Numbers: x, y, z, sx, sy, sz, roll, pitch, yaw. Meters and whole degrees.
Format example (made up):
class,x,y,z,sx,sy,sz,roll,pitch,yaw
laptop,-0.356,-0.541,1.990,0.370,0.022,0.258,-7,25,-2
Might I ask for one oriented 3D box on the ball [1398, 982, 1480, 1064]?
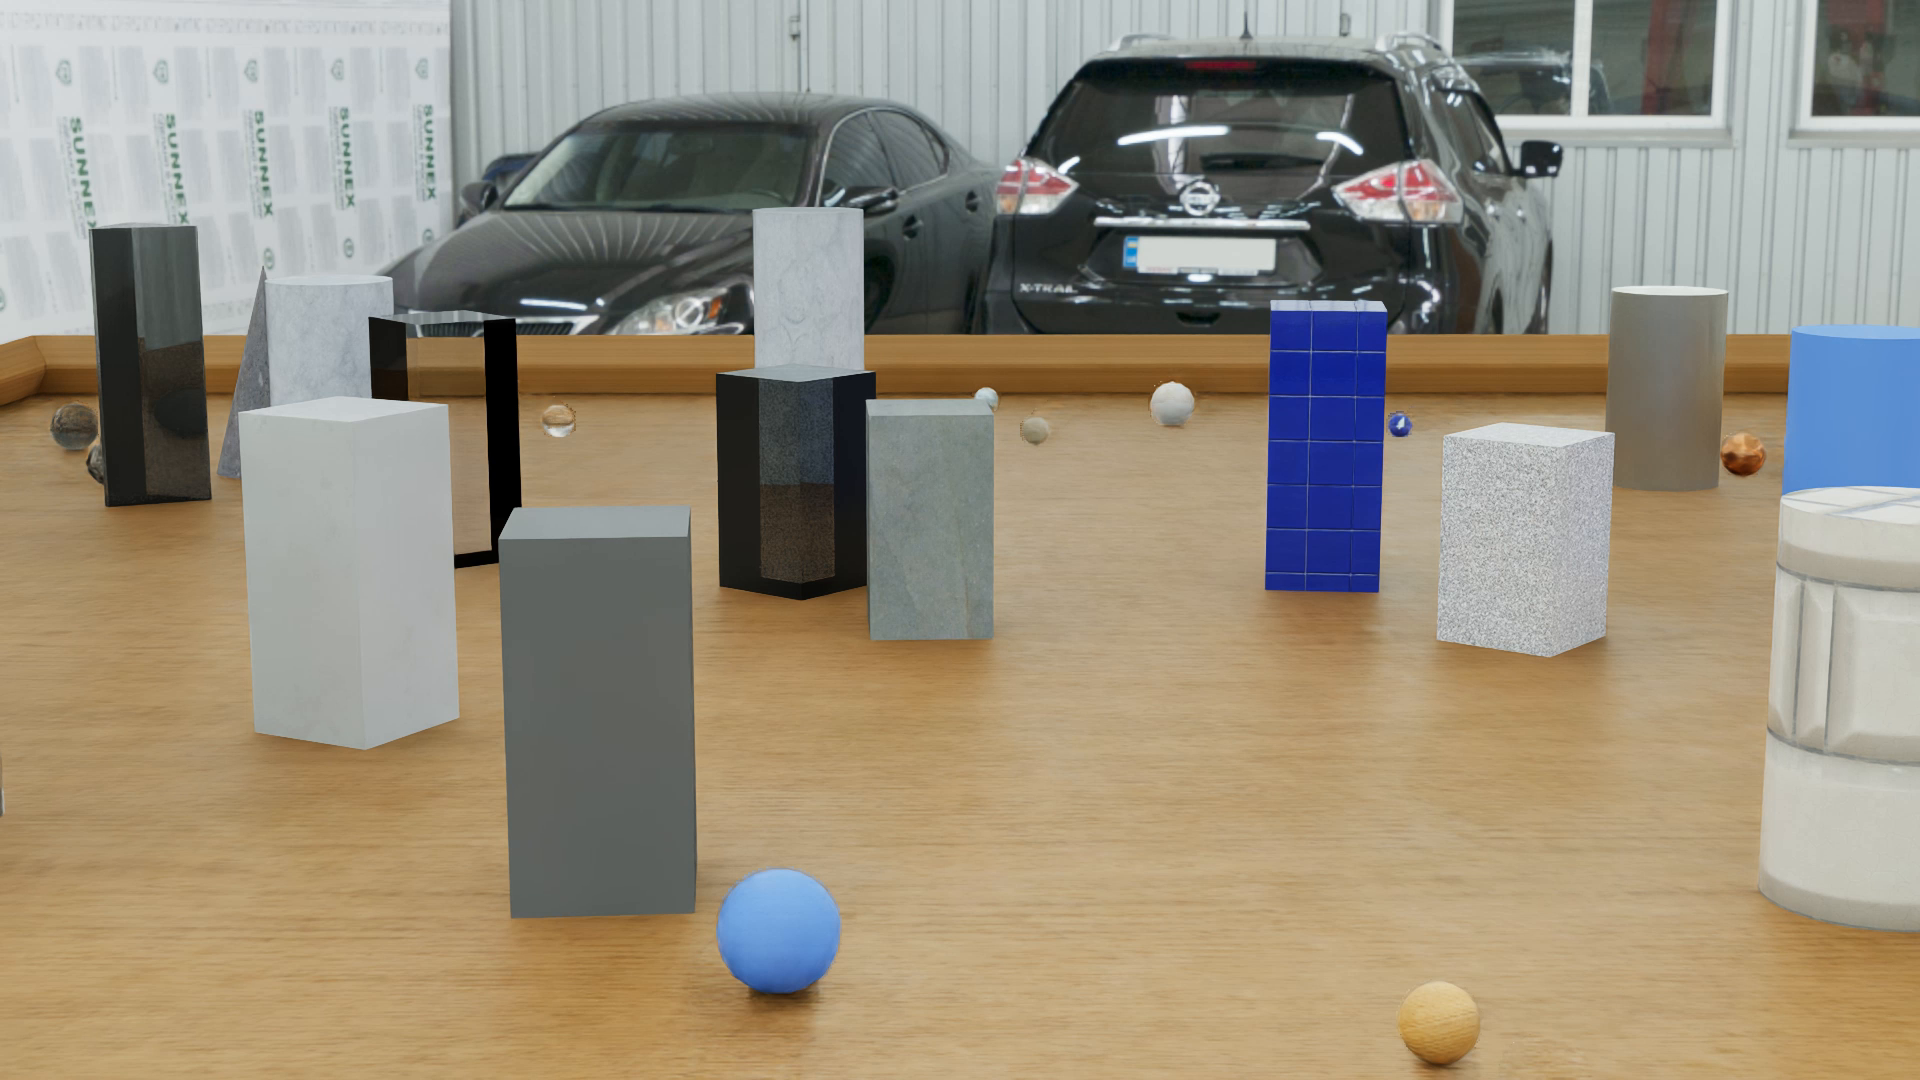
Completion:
class,x,y,z,sx,sy,sz,roll,pitch,yaw
ball,0.354,0.357,1.896,0.060,0.060,0.060,0,10,0

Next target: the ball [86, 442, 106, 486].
class,x,y,z,sx,sy,sz,roll,pitch,yaw
ball,-1.487,-0.134,4.494,0.079,0.079,0.079,0,10,0

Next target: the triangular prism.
class,x,y,z,sx,sy,sz,roll,pitch,yaw
triangular prism,-1.381,-0.302,4.345,0.171,0.462,0.148,-5,12,-25

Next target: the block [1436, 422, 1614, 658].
class,x,y,z,sx,sy,sz,roll,pitch,yaw
block,0.723,-0.004,3.281,0.158,0.265,0.158,8,13,38

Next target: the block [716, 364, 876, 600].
class,x,y,z,sx,sy,sz,roll,pitch,yaw
block,-0.229,-0.086,3.616,0.158,0.303,0.158,8,13,38

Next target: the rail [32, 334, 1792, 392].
class,x,y,z,sx,sy,sz,roll,pitch,yaw
rail,-0.013,-0.393,5.748,4.134,0.128,0.045,0,10,0

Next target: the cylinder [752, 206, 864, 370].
class,x,y,z,sx,sy,sz,roll,pitch,yaw
cylinder,-0.271,-0.357,4.617,0.198,0.471,0.198,0,10,0

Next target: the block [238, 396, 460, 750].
class,x,y,z,sx,sy,sz,roll,pitch,yaw
block,-0.673,0.031,2.837,0.158,0.357,0.158,6,12,28

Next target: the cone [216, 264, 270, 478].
class,x,y,z,sx,sy,sz,roll,pitch,yaw
cone,-1.250,-0.311,4.634,0.198,0.375,0.198,0,10,0

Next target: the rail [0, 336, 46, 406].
class,x,y,z,sx,sy,sz,roll,pitch,yaw
rail,-2.043,0.035,3.437,0.045,0.128,4.724,0,10,0

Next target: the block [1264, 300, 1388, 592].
class,x,y,z,sx,sy,sz,roll,pitch,yaw
block,0.516,-0.136,3.639,0.158,0.393,0.158,1,11,6

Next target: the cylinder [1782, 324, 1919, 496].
class,x,y,z,sx,sy,sz,roll,pitch,yaw
cylinder,1.237,-0.103,3.531,0.198,0.368,0.198,0,10,0

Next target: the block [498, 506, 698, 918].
class,x,y,z,sx,sy,sz,roll,pitch,yaw
block,-0.316,0.148,2.272,0.158,0.333,0.158,-1,11,-5

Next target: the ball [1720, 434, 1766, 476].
class,x,y,z,sx,sy,sz,roll,pitch,yaw
ball,1.404,-0.153,4.597,0.077,0.077,0.077,0,10,0

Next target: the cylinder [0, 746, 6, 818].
class,x,y,z,sx,sy,sz,roll,pitch,yaw
cylinder,-1.039,0.061,2.471,0.198,0.431,0.198,0,10,0

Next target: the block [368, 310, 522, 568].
class,x,y,z,sx,sy,sz,roll,pitch,yaw
block,-0.762,-0.150,3.807,0.158,0.361,0.158,-8,13,-38

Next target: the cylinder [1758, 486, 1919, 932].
class,x,y,z,sx,sy,sz,roll,pitch,yaw
cylinder,0.812,0.143,2.247,0.198,0.352,0.198,0,10,0

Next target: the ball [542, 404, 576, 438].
class,x,y,z,sx,sy,sz,roll,pitch,yaw
ball,-0.795,-0.236,5.083,0.065,0.065,0.065,0,10,0

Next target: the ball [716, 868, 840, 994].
class,x,y,z,sx,sy,sz,roll,pitch,yaw
ball,-0.144,0.311,2.037,0.099,0.099,0.099,0,10,0

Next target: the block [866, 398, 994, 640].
class,x,y,z,sx,sy,sz,roll,pitch,yaw
block,-0.041,-0.029,3.346,0.158,0.290,0.158,-1,11,-3

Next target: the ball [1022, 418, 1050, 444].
class,x,y,z,sx,sy,sz,roll,pitch,yaw
ball,0.147,-0.212,4.984,0.053,0.053,0.053,0,10,0

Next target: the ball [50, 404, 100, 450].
class,x,y,z,sx,sy,sz,roll,pitch,yaw
ball,-1.695,-0.217,4.912,0.089,0.089,0.089,0,10,0

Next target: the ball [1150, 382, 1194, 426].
class,x,y,z,sx,sy,sz,roll,pitch,yaw
ball,0.434,-0.278,5.239,0.089,0.089,0.089,0,10,0

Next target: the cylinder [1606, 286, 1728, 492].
class,x,y,z,sx,sy,sz,roll,pitch,yaw
cylinder,1.238,-0.268,4.504,0.198,0.339,0.198,0,10,0

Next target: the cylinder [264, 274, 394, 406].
class,x,y,z,sx,sy,sz,roll,pitch,yaw
cylinder,-1.000,-0.220,4.101,0.198,0.391,0.198,0,10,0

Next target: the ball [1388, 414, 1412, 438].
class,x,y,z,sx,sy,sz,roll,pitch,yaw
ball,0.872,-0.226,5.080,0.046,0.046,0.046,0,10,0

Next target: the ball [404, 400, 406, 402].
class,x,y,z,sx,sy,sz,roll,pitch,yaw
ball,-1.094,-0.233,5.023,0.081,0.081,0.081,0,10,0

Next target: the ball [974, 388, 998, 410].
class,x,y,z,sx,sy,sz,roll,pitch,yaw
ball,0.055,-0.298,5.452,0.052,0.052,0.052,0,10,0
